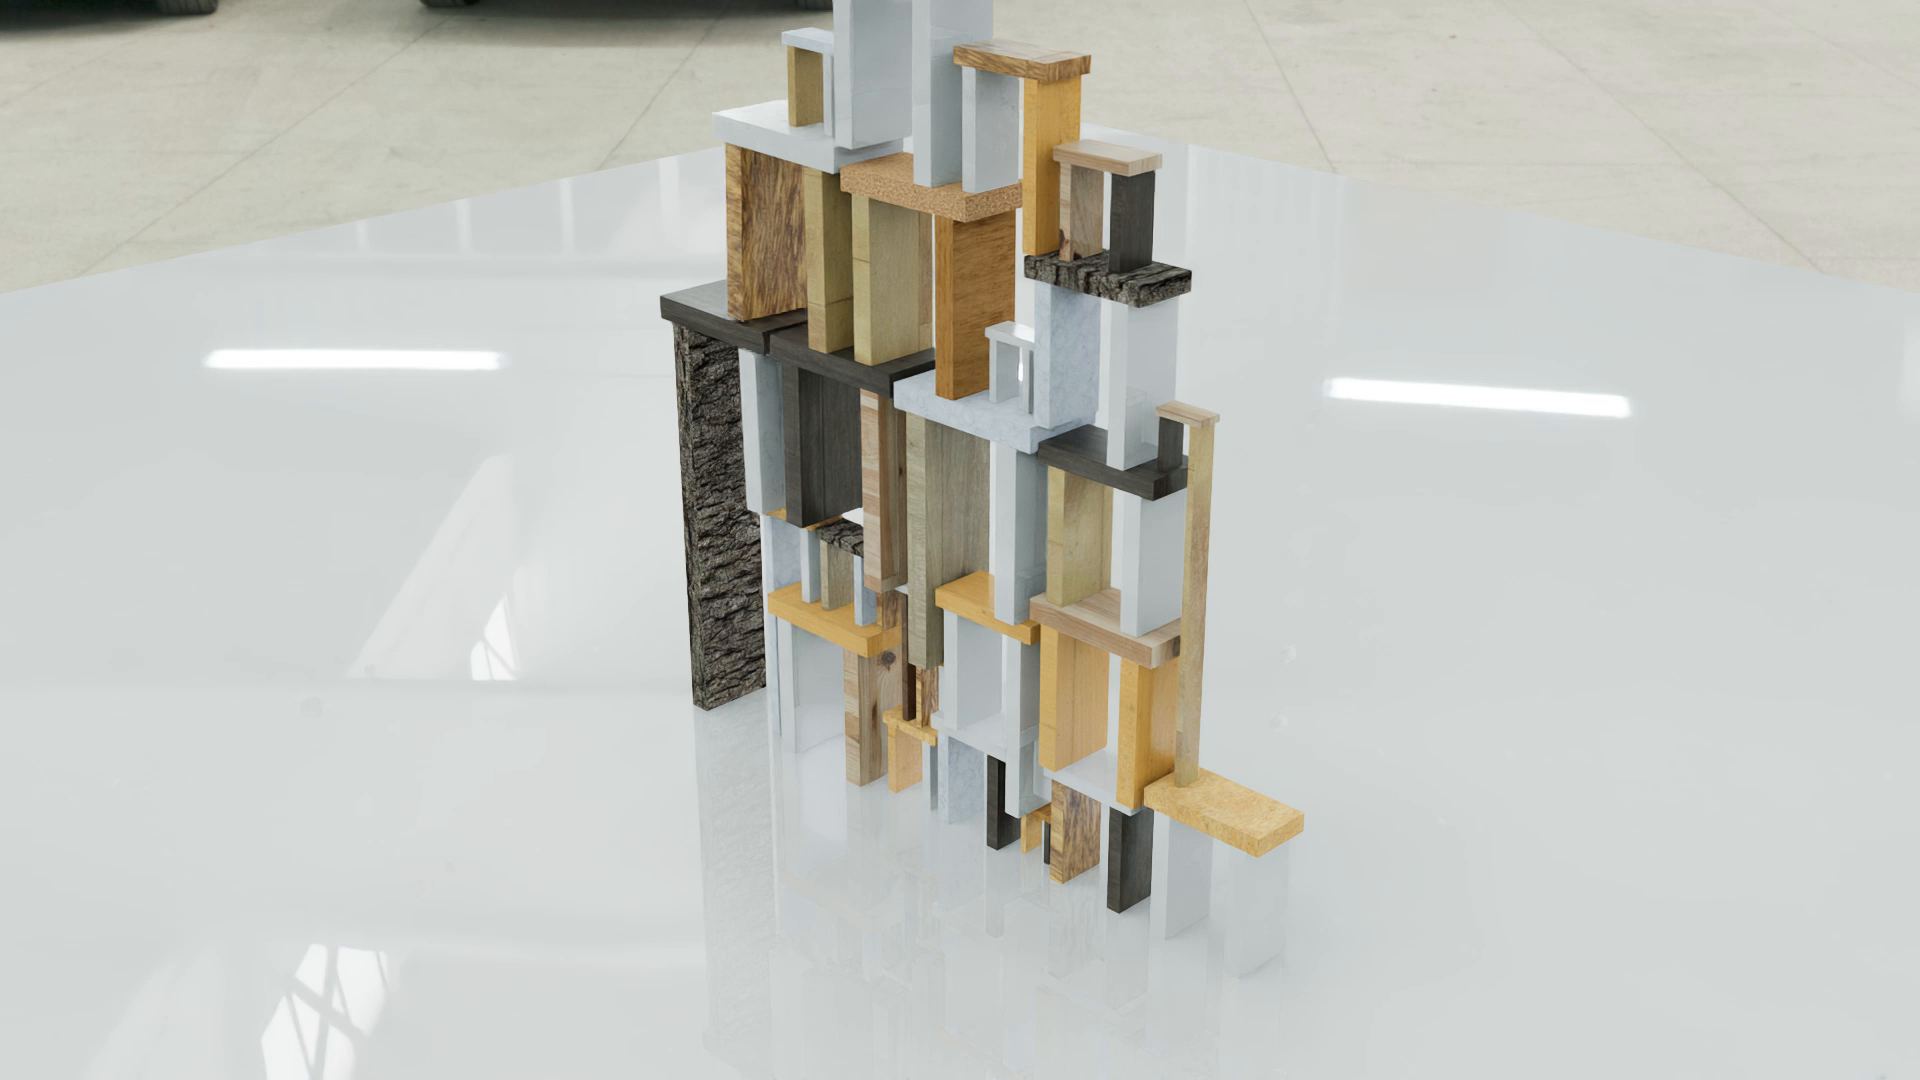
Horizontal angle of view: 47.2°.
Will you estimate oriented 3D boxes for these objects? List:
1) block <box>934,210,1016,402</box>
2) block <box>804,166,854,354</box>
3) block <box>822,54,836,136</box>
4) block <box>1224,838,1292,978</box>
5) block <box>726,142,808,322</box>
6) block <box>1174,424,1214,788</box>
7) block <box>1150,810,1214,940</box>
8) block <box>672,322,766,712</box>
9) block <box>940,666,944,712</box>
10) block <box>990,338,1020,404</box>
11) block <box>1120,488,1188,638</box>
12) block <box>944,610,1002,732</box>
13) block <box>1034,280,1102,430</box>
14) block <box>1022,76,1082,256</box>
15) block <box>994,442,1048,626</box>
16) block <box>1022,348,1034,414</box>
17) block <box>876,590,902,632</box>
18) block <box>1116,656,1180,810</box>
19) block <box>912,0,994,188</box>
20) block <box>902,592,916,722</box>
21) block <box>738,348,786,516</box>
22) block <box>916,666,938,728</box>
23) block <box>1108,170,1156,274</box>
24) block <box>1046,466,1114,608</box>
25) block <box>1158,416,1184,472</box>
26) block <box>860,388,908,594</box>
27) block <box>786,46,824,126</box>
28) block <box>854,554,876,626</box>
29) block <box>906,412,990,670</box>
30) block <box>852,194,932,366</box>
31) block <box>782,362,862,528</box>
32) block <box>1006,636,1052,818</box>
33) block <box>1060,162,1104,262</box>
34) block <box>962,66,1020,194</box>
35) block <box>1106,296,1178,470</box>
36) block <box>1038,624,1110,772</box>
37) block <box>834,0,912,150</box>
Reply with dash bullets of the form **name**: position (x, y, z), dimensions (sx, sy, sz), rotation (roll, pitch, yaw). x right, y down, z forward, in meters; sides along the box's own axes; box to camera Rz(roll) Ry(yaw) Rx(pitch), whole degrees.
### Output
- **block**: position (0.028, -0.438, 4.010), dimensions (0.046, 0.339, 0.162), rotation (21, 31, 40)
- **block**: position (-0.212, -0.552, 4.215), dimensions (0.050, 0.356, 0.176), rotation (21, 31, 40)
- **block**: position (-0.219, -0.834, 4.101), dimensions (0.021, 0.151, 0.076), rotation (22, 31, 40)
- **block**: position (0.530, 0.639, 3.922), dimensions (0.037, 0.259, 0.130), rotation (21, 31, 41)
- **block**: position (-0.378, -0.627, 4.377), dimensions (0.176, 0.353, 0.050), rotation (-18, 29, -39)
- **block**: position (0.408, 0.120, 3.837), dimensions (0.049, 0.690, 0.014), rotation (-21, 31, -41)
- **block**: position (0.408, 0.592, 4.035), dimensions (0.037, 0.259, 0.130), rotation (21, 31, 41)
- **block**: position (-0.516, -0.060, 4.766), dimensions (0.049, 0.887, 0.173), rotation (21, 31, 41)
- **block**: position (-0.018, 0.287, 4.360), dimensions (0.014, 0.099, 0.050), rotation (21, 31, 40)
- **block**: position (0.081, -0.314, 3.998), dimensions (0.017, 0.121, 0.060), rotation (22, 31, 40)
- **block**: position (0.343, 0.026, 3.867), dimensions (0.133, 0.266, 0.038), rotation (-21, 31, -40)
- **block**: position (0.026, 0.235, 4.289), dimensions (0.035, 0.250, 0.125), rotation (21, 31, 41)
- **block**: position (0.189, -0.340, 3.876), dimensions (0.037, 0.265, 0.132), rotation (21, 31, 41)
- **block**: position (0.157, -0.648, 3.780), dimensions (0.110, 0.303, 0.031), rotation (-21, 31, -40)
- **block**: position (0.144, -0.033, 4.062), dimensions (0.049, 0.349, 0.175), rotation (21, 31, 40)
- **block**: position (0.138, -0.292, 3.946), dimensions (0.017, 0.121, 0.060), rotation (22, 31, 40)
- **block**: position (-0.143, 0.126, 4.429), dimensions (0.015, 0.107, 0.054), rotation (21, 31, 40)
- **block**: position (0.351, 0.327, 3.979), dimensions (0.146, 0.293, 0.041), rotation (-21, 31, -40)
- **block**: position (-0.012, -0.810, 3.891), dimensions (0.044, 0.346, 0.155), rotation (22, 31, 40)
- **block**: position (-0.092, 0.228, 4.416), dimensions (0.015, 0.284, 0.054), rotation (21, 31, 41)
- **block**: position (-0.361, -0.240, 4.495), dimensions (0.173, 0.346, 0.049), rotation (-22, 31, -40)
- **block**: position (-0.065, 0.297, 4.414), dimensions (0.014, 0.159, 0.049), rotation (21, 31, 41)
- **block**: position (0.289, -0.538, 3.689), dimensions (0.024, 0.169, 0.085), rotation (21, 31, 40)
- **block**: position (0.218, -0.023, 3.983), dimensions (0.133, 0.266, 0.038), rotation (-21, 31, -40)
- **block**: position (0.361, -0.170, 3.764), dimensions (0.050, 0.099, 0.014), rotation (-21, 31, -40)
- **block**: position (-0.111, -0.115, 4.295), dimensions (0.171, 0.412, 0.049), rotation (-21, 31, -41)
- **block**: position (-0.290, -0.865, 4.166), dimensions (0.076, 0.151, 0.021), rotation (-21, 31, -40)
- **block**: position (-0.178, 0.092, 4.450), dimensions (0.077, 0.154, 0.022), rotation (-21, 31, -40)
- **block**: position (-0.021, -0.017, 4.247), dimensions (0.049, 0.522, 0.175), rotation (21, 31, 40)
- **block**: position (-0.126, -0.505, 4.148), dimensions (0.162, 0.324, 0.046), rotation (-21, 31, -40)
- **block**: position (-0.274, -0.211, 4.431), dimensions (0.049, 0.343, 0.171), rotation (22, 32, 40)
- **block**: position (0.144, 0.340, 4.206), dimensions (0.035, 0.378, 0.125), rotation (21, 31, 41)
- **block**: position (0.208, -0.568, 3.762), dimensions (0.085, 0.169, 0.024), rotation (-22, 31, -40)
- **block**: position (0.054, -0.727, 3.857), dimensions (0.031, 0.220, 0.110), rotation (21, 31, 40)
- **block**: position (0.313, -0.278, 3.767), dimensions (0.037, 0.295, 0.132), rotation (21, 31, 40)
- **block**: position (0.214, 0.273, 4.106), dimensions (0.146, 0.293, 0.041), rotation (-21, 31, -40)
- **block**: position (-0.158, -0.884, 4.020), dimensions (0.044, 0.310, 0.155), rotation (22, 31, 40)
